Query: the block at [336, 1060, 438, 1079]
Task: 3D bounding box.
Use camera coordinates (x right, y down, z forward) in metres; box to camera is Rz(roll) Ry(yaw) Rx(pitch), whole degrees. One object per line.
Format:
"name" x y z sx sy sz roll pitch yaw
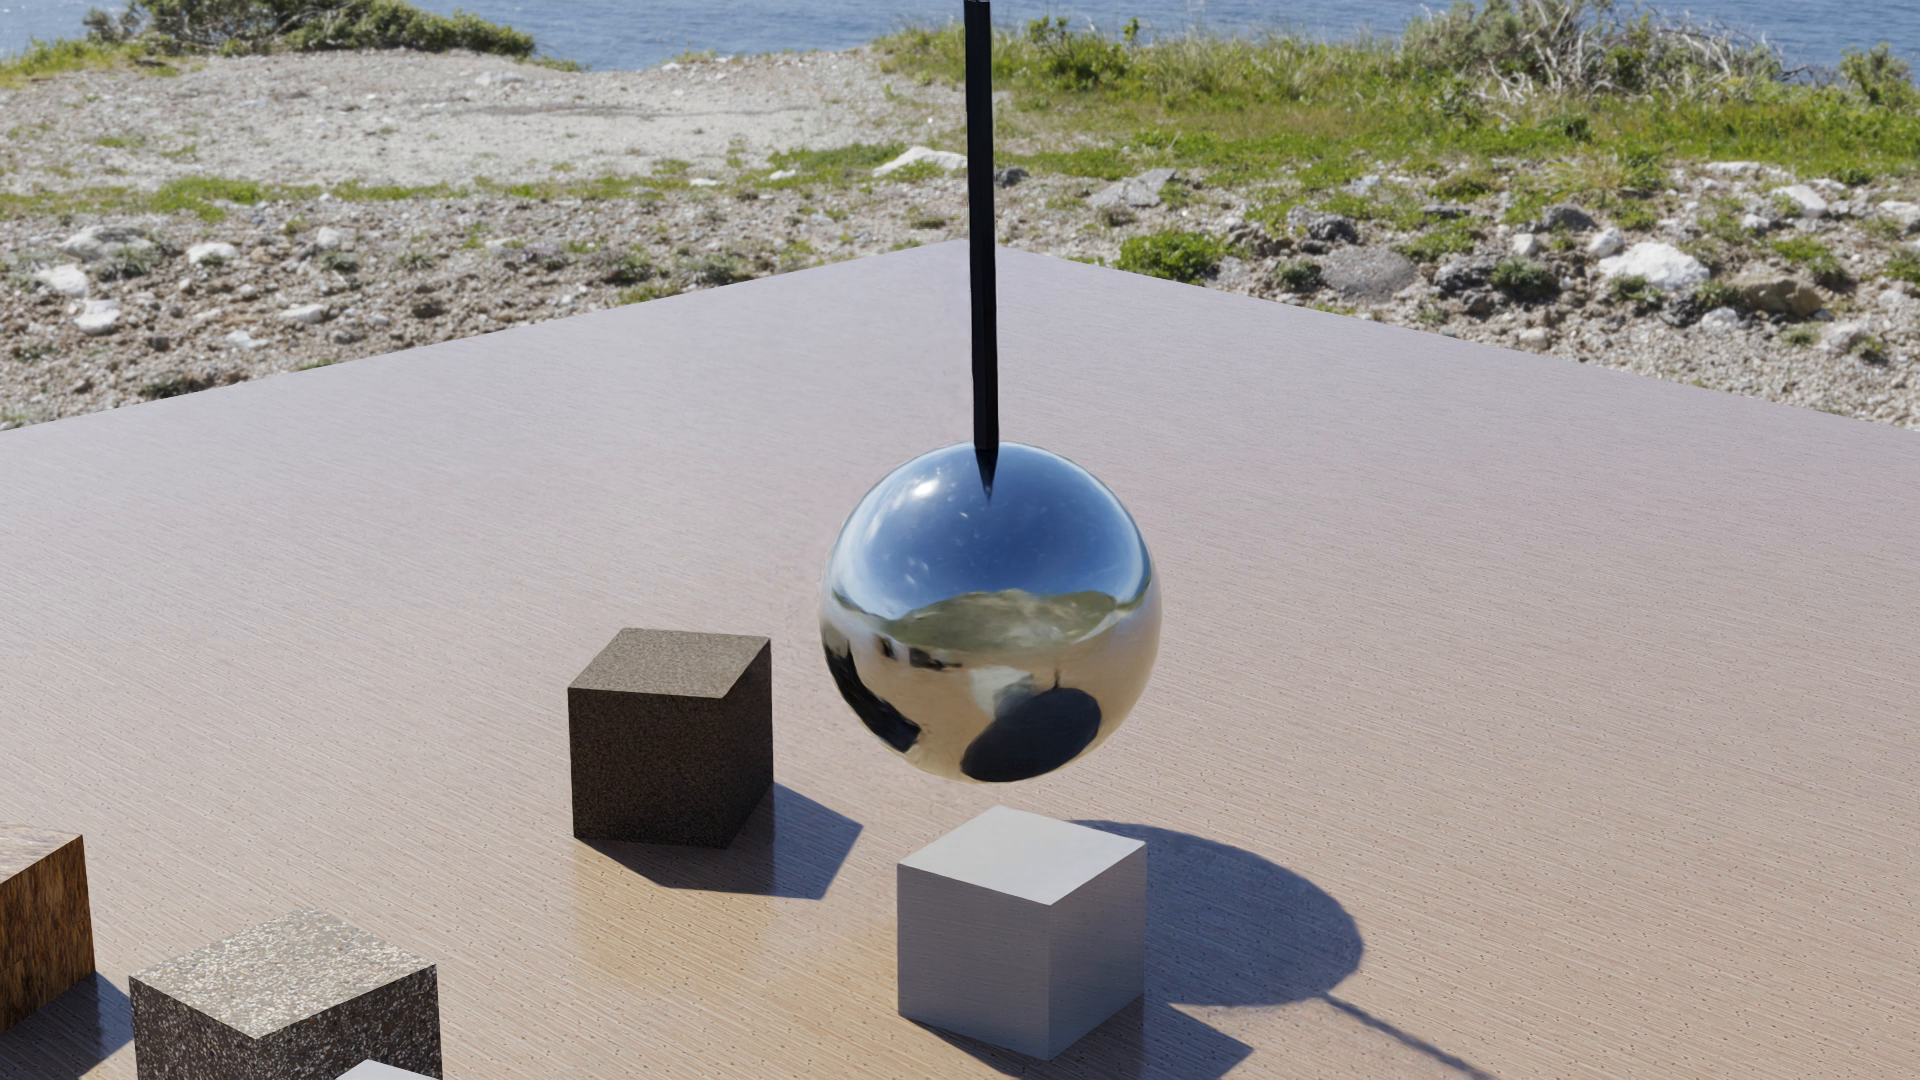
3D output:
"block" -2.004 2.270 10.120 0.617 0.601 0.675 9 20 27

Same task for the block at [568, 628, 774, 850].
"block" -1.376 0.940 14.093 0.749 0.756 0.869 3 18 11

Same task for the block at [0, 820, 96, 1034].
"block" -4.135 1.595 12.220 0.706 0.629 0.686 6 19 19

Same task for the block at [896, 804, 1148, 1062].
"block" 0.258 1.605 12.104 0.737 0.680 0.746 12 21 32

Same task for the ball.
"ball" 0.140 0.332 13.593 1.600 1.600 1.600 0 17 0

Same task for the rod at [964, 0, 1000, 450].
"rod" 0.061 -2.886 12.498 0.080 5.200 0.080 17 26 42

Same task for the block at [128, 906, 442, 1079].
"block" -2.526 1.932 11.039 0.785 0.695 0.815 15 23 39
